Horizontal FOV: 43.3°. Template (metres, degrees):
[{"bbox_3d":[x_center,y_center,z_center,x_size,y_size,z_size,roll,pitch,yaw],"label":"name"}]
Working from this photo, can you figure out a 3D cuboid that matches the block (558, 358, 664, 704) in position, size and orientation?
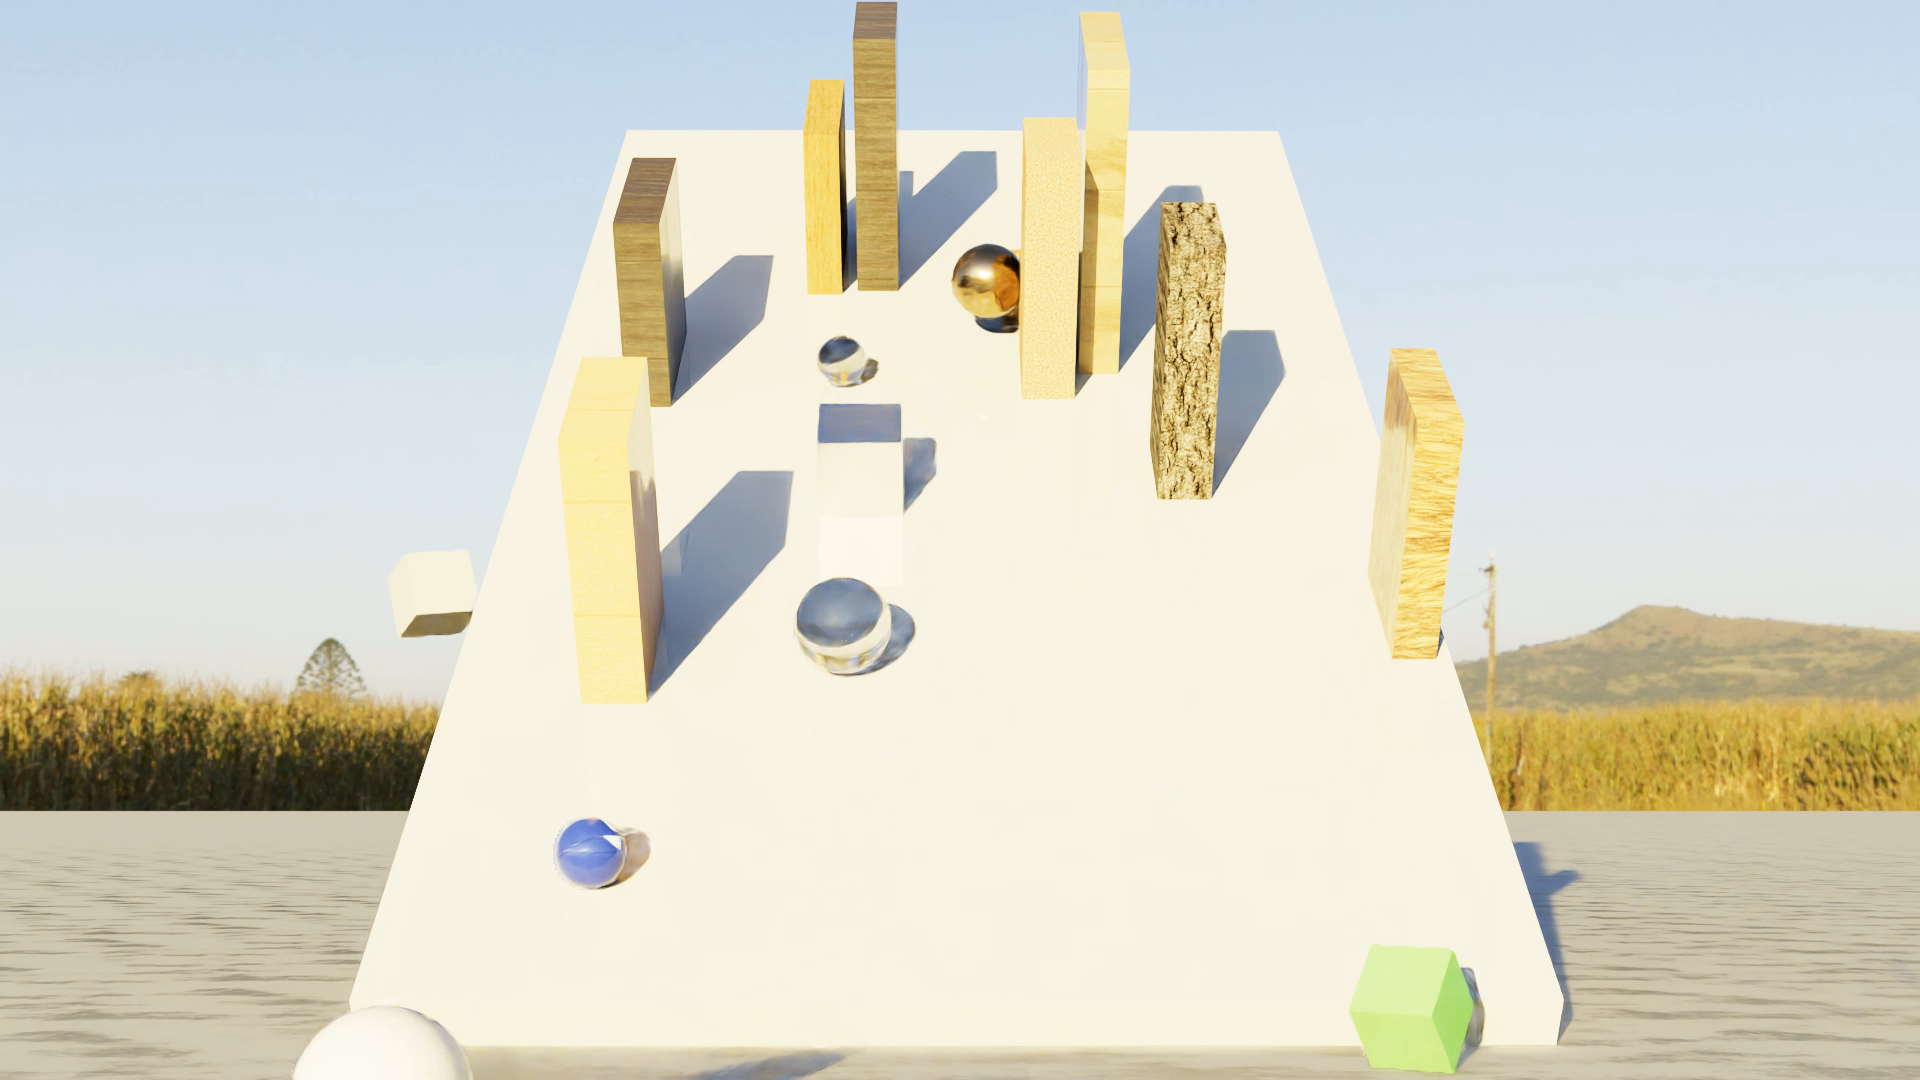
[{"bbox_3d":[-0.676,-0.019,4.732,0.127,0.584,0.345,0,30,0],"label":"block"}]

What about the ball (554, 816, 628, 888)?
[{"bbox_3d":[-0.644,0.545,4.221,0.124,0.124,0.124,0,-6,0],"label":"ball"}]

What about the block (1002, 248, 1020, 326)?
[{"bbox_3d":[0.193,-0.651,6.253,0.148,0.148,0.148,5,31,7],"label":"block"}]

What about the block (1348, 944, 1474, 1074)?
[{"bbox_3d":[0.684,0.708,3.662,0.131,0.131,0.131,-2,-50,31],"label":"block"}]

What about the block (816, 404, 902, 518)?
[{"bbox_3d":[-0.222,-0.178,5.403,0.186,0.186,0.186,0,30,-1],"label":"block"}]

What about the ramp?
[{"bbox_3d":[-0.013,-0.207,5.738,2.000,0.100,4.000,0,30,0],"label":"ramp"}]

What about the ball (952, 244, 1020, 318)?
[{"bbox_3d":[0.072,-0.651,6.075,0.187,0.187,0.187,0,-6,0],"label":"ball"}]

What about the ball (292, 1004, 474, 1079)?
[{"bbox_3d":[-0.606,0.585,2.540,0.190,0.190,0.190,0,-6,0],"label":"ball"}]

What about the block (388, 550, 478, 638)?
[{"bbox_3d":[-1.158,0.119,5.321,0.143,0.143,0.143,-4,-22,-31],"label":"block"}]

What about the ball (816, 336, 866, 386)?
[{"bbox_3d":[-0.289,-0.438,5.910,0.122,0.122,0.122,0,-6,0],"label":"ball"}]

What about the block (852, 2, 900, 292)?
[{"bbox_3d":[-0.217,-1.033,6.368,0.107,0.689,0.301,0,30,0],"label":"block"}]

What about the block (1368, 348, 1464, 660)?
[{"bbox_3d":[0.915,-0.074,4.885,0.089,0.535,0.331,0,30,0],"label":"block"}]

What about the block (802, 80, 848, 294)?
[{"bbox_3d":[-0.357,-0.945,6.460,0.091,0.444,0.418,0,30,0],"label":"block"}]

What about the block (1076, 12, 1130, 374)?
[{"bbox_3d":[0.343,-0.856,5.974,0.097,0.784,0.425,0,30,0],"label":"block"}]

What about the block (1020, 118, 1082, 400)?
[{"bbox_3d":[0.214,-0.677,5.836,0.126,0.614,0.282,0,30,0],"label":"block"}]

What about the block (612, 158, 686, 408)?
[{"bbox_3d":[-0.750,-0.630,5.886,0.108,0.475,0.417,0,30,0],"label":"block"}]

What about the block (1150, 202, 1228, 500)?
[{"bbox_3d":[0.505,-0.419,5.399,0.121,0.611,0.257,0,30,0],"label":"block"}]

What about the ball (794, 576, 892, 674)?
[{"bbox_3d":[-0.232,0.169,4.800,0.194,0.194,0.194,0,-6,0],"label":"ball"}]
